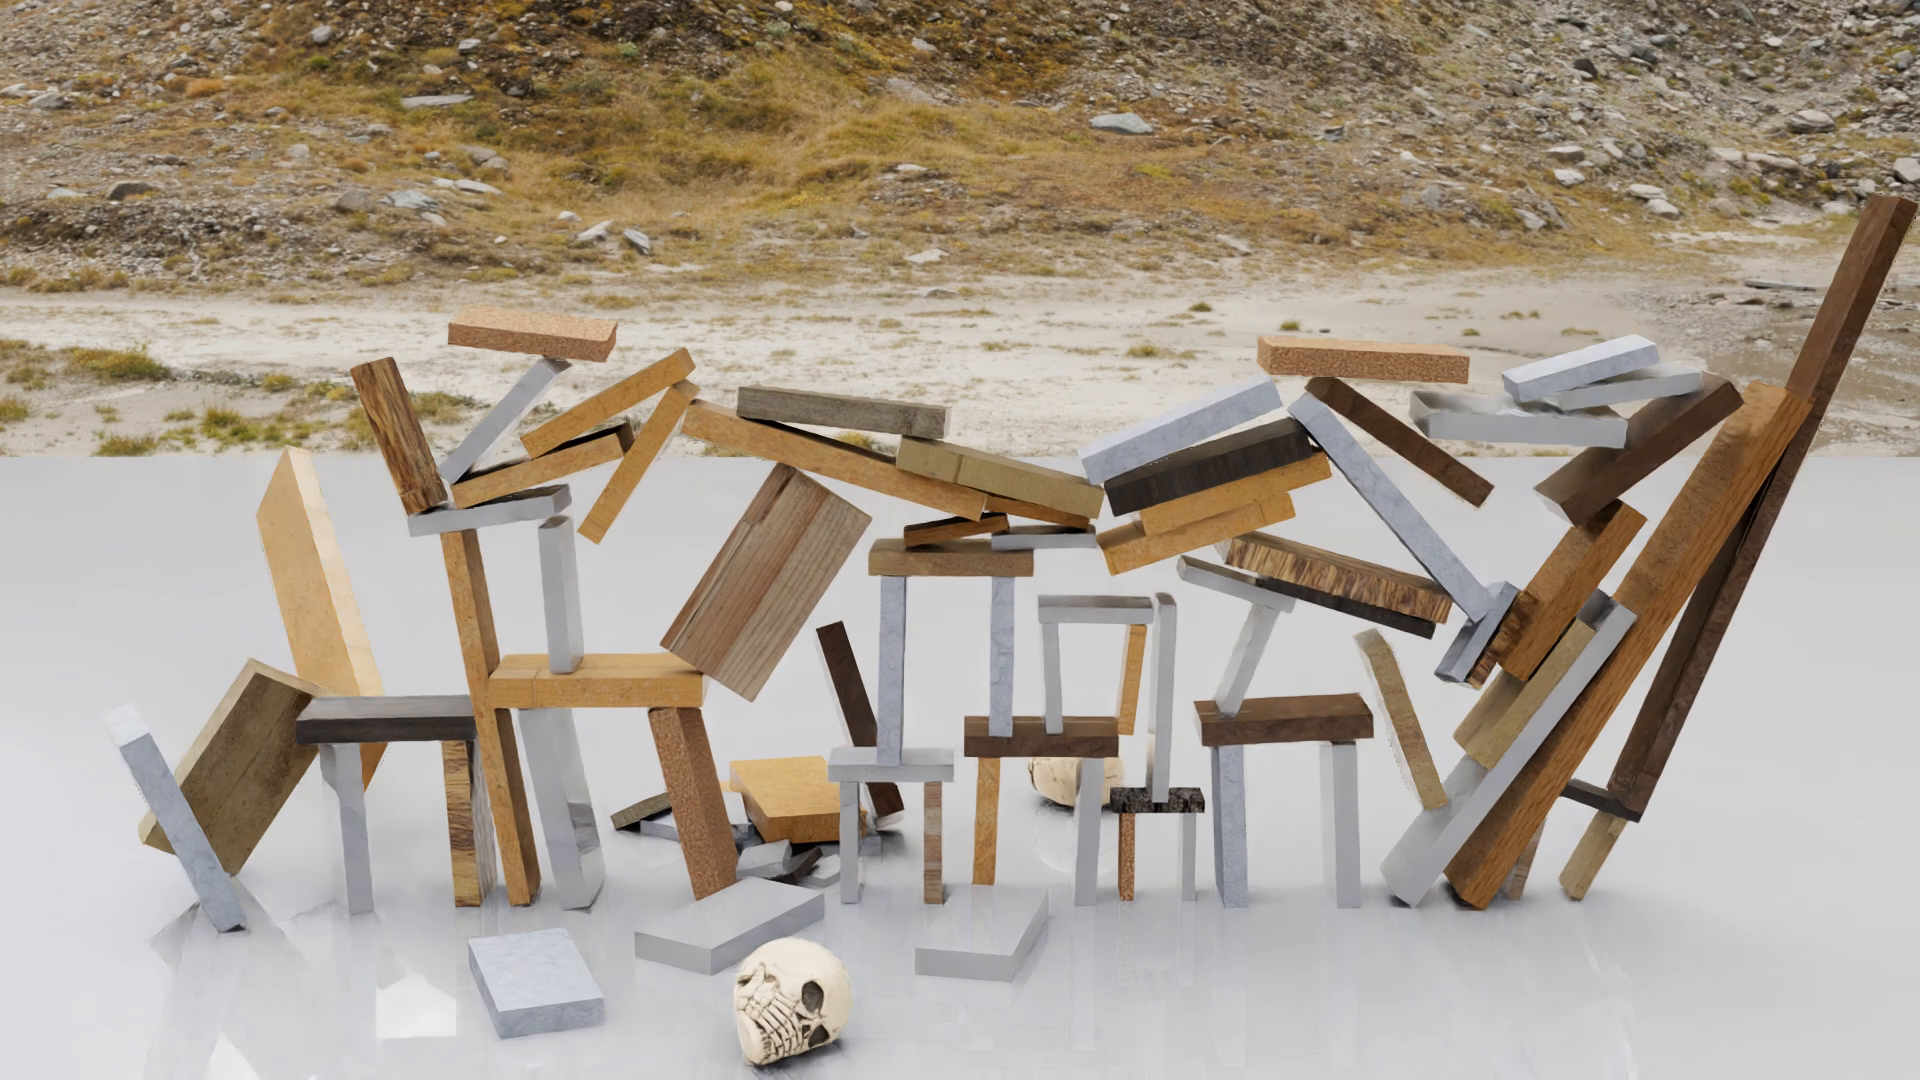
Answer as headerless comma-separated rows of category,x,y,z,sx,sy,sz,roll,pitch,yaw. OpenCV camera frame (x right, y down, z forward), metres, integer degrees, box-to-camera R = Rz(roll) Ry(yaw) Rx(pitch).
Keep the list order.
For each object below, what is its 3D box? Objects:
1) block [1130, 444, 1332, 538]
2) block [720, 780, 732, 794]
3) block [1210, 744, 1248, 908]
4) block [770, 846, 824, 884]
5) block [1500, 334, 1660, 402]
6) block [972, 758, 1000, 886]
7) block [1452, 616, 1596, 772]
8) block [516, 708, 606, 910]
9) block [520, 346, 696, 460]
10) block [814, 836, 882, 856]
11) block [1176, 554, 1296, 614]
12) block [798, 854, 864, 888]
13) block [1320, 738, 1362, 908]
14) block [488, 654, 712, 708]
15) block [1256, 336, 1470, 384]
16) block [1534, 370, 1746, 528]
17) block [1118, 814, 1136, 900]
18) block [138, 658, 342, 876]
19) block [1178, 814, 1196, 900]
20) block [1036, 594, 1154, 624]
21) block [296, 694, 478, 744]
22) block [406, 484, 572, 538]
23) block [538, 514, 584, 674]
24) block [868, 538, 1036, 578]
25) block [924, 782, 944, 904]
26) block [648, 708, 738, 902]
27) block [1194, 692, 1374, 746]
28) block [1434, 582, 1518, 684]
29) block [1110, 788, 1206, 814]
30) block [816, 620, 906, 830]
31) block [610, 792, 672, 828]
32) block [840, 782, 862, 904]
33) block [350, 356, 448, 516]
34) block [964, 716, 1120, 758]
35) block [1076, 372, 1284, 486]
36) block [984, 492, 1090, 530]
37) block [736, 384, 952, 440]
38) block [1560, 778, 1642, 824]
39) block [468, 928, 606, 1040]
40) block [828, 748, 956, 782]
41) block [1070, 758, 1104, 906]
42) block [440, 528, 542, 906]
block,0.431,-0.085,3.553,0.310,0.044,0.155,-18,10,-1
block,-0.388,0.481,4.191,0.162,0.023,0.081,0,11,-1
block,0.446,0.454,3.641,0.039,0.276,0.138,-3,10,1
block,-0.280,0.556,3.718,0.058,0.017,0.117,-24,5,22
block,0.988,-0.275,3.510,0.222,0.031,0.111,-16,13,4
block,0.043,0.465,3.649,0.036,0.251,0.126,3,11,0
block,0.921,0.238,3.600,0.040,0.280,0.140,34,7,-6
block,-0.657,0.421,3.641,0.048,0.340,0.170,-10,10,2
block,-0.561,-0.221,3.523,0.279,0.040,0.140,-28,9,5
block,-0.198,0.542,3.884,0.117,0.017,0.059,0,11,-2
block,0.447,0.071,3.574,0.187,0.027,0.094,17,10,-3
block,-0.222,0.565,3.757,0.058,0.017,0.117,6,12,30
block,0.629,0.454,3.642,0.039,0.276,0.138,-3,11,0
block,-0.585,0.229,3.601,0.340,0.048,0.170,0,11,-2
block,0.639,-0.288,3.509,0.310,0.044,0.155,3,11,0
block,1.086,-0.149,3.530,0.323,0.046,0.162,-37,9,6
block,0.277,0.516,3.658,0.021,0.150,0.075,0,11,0
block,-1.208,0.385,3.705,0.177,0.354,0.050,30,8,-38
block,0.377,0.516,3.658,0.021,0.150,0.075,0,11,0
block,0.219,0.112,3.578,0.184,0.026,0.092,1,11,0
block,-0.931,0.293,3.610,0.282,0.040,0.141,-1,11,-4
block,-0.758,-0.048,3.550,0.239,0.034,0.119,-8,11,5
block,-0.648,0.087,3.574,0.034,0.238,0.119,-3,10,1
block,-0.010,0.028,3.571,0.264,0.037,0.132,0,11,4
block,-0.044,0.488,3.651,0.029,0.207,0.103,0,11,1
block,-0.437,0.421,3.642,0.048,0.340,0.170,-12,10,5
block,0.528,0.294,3.610,0.276,0.039,0.138,-3,10,1
block,0.840,0.151,3.583,0.025,0.178,0.089,33,-6,-2
block,0.326,0.431,3.644,0.150,0.021,0.075,0,11,-1
block,-0.181,0.335,3.958,0.050,0.355,0.177,-18,-12,-7
block,-0.545,0.484,4.057,0.094,0.027,0.188,-27,-7,36
block,-0.182,0.488,3.653,0.029,0.207,0.103,0,11,0
block,-0.895,-0.168,3.514,0.035,0.247,0.123,-19,7,5
block,0.132,0.324,3.623,0.251,0.036,0.126,0,11,0
block,0.351,-0.180,3.550,0.327,0.046,0.163,-23,7,4
block,0.124,-0.050,3.573,0.169,0.024,0.085,11,7,-3
block,-0.184,-0.208,3.563,0.331,0.047,0.166,6,6,3
block,1.044,0.423,3.637,0.153,0.022,0.076,20,10,-6
block,-0.627,0.649,3.237,0.148,0.042,0.297,-4,11,-20
block,-0.112,0.371,3.633,0.207,0.029,0.104,0,11,1
block,0.211,0.465,3.648,0.036,0.251,0.126,3,11,0
block,-0.768,0.282,3.613,0.034,0.627,0.119,-8,10,0
